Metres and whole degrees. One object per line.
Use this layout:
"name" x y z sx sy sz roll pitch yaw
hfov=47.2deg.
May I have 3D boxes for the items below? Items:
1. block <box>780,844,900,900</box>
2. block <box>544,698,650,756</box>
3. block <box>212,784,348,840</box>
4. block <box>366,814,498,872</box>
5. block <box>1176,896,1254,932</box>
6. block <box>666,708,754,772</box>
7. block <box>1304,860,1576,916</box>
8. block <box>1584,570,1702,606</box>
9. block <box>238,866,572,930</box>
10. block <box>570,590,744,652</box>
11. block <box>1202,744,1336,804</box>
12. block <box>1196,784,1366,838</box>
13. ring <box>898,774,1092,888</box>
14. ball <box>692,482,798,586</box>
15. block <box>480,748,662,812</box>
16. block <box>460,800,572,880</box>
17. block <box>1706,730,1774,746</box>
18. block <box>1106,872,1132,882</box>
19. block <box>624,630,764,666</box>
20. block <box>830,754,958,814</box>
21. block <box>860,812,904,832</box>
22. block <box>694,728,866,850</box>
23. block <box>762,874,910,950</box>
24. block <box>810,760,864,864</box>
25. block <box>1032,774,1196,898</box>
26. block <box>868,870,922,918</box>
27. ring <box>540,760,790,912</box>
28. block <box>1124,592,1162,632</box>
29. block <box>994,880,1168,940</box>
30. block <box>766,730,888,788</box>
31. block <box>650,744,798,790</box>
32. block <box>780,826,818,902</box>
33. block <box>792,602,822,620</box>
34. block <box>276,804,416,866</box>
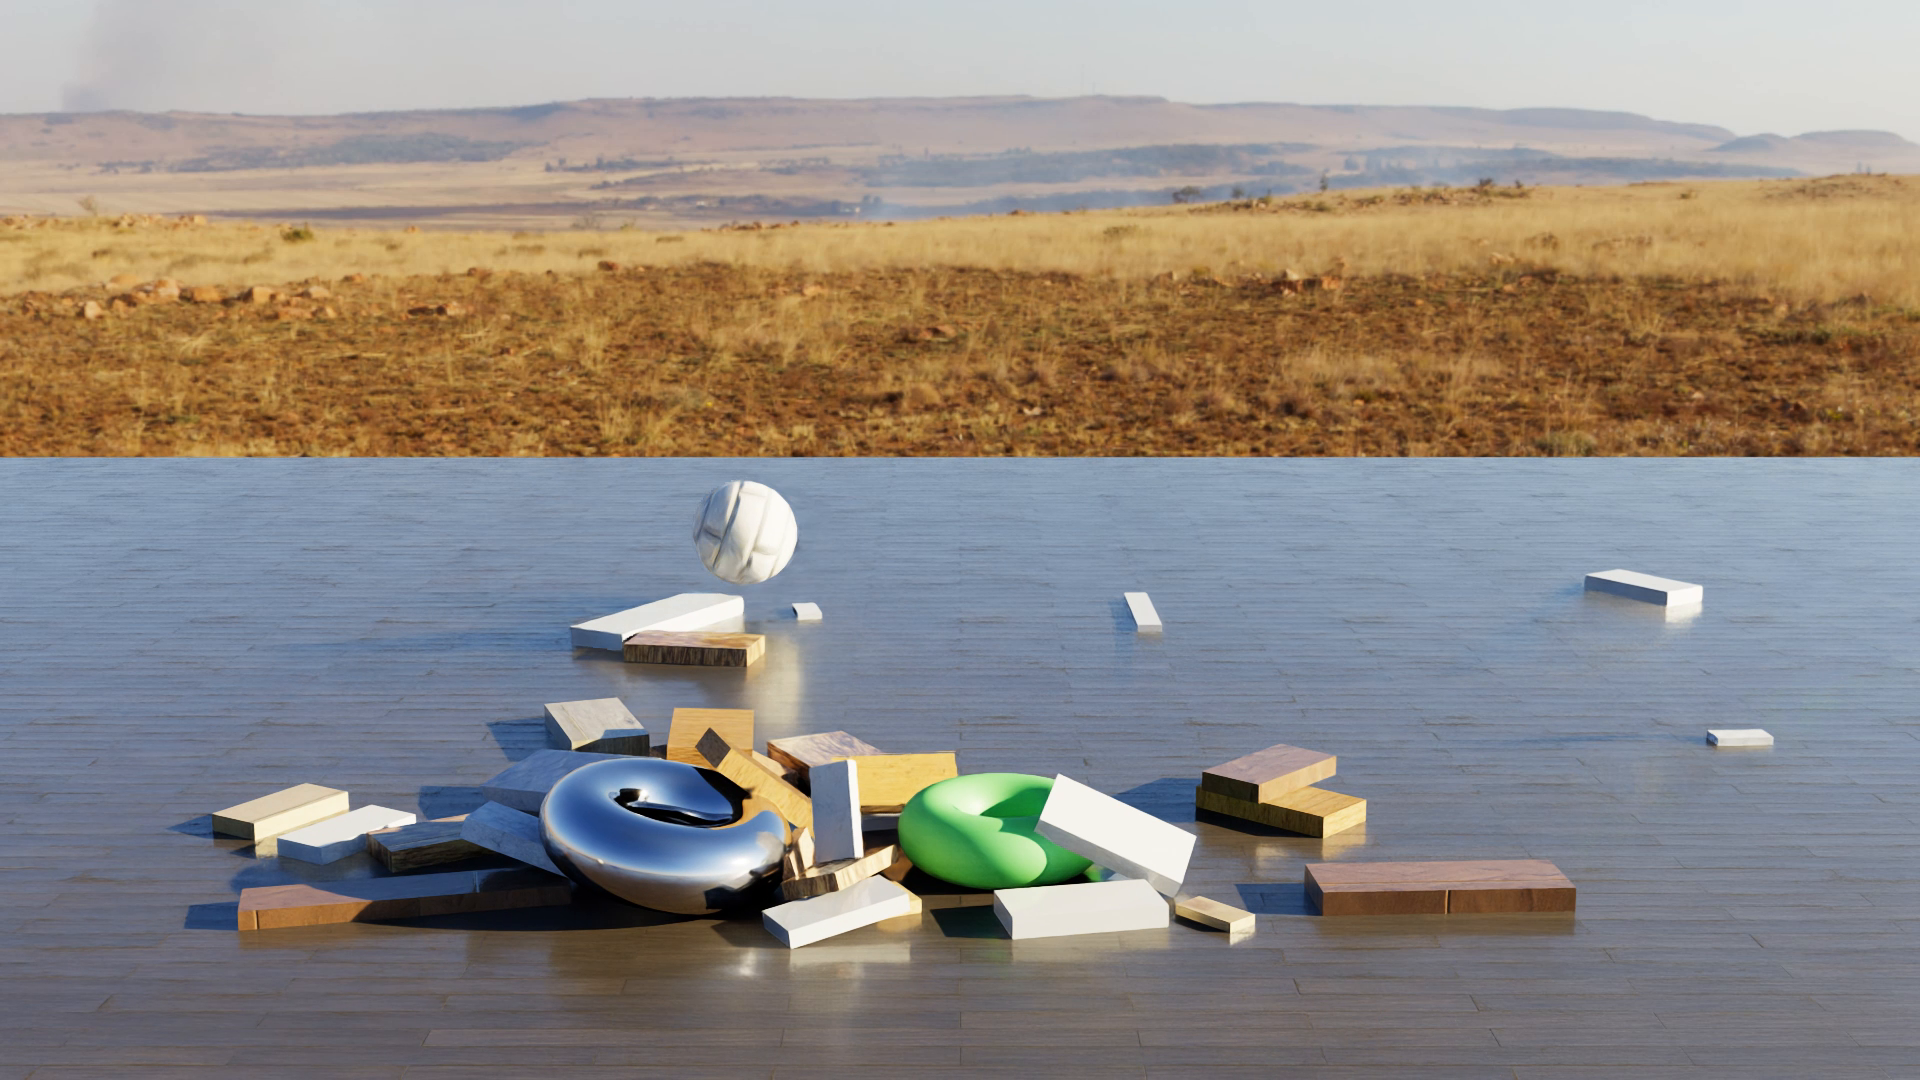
"block" -0.196 0.548 3.630 0.105 0.030 0.210 -14 -1 26
"block" -0.761 0.395 4.595 0.158 0.045 0.316 -4 11 -20
"block" -1.254 0.501 4.064 0.112 0.032 0.223 6 12 30
"block" -0.900 0.529 3.895 0.263 0.037 0.131 -7 13 -33
"block" 0.411 0.604 3.549 0.058 0.017 0.117 -9 14 -41
"block" -0.490 0.393 4.339 0.162 0.046 0.323 2 9 -5
"block" 0.792 0.575 3.641 0.416 0.040 0.141 -1 11 -3
"block" 1.873 0.130 6.035 0.141 0.040 0.283 -7 13 -33
"block" -0.907 0.585 3.611 0.523 0.032 0.112 -3 11 -14
"block" -0.768 0.204 5.620 0.162 0.046 0.505 6 12 29
"block" 0.586 0.440 4.157 0.128 0.036 0.256 9 14 42
"block" 0.596 0.490 4.096 0.283 0.040 0.141 9 14 41
"ring" 0.073 0.502 3.814 0.363 0.121 0.363 0 12 0
"ball" -0.575 -0.018 5.879 0.278 0.278 0.278 0 11 0
"block" -0.716 0.448 4.062 0.367 0.043 0.153 -2 22 44
"block" -0.698 0.516 3.715 0.263 0.037 0.131 19 7 4
"block" 1.626 0.412 4.585 0.117 0.017 0.058 -1 11 -3
"block" 0.300 0.570 3.728 0.061 0.017 0.122 5 12 25
"block" -0.641 0.261 5.321 0.306 0.043 0.153 2 11 11
"block" -0.120 0.449 4.049 0.229 0.030 0.105 -1 53 -7
"block" -0.114 0.508 4.050 0.161 0.023 0.081 -3 11 -14
"block" -0.313 0.444 3.823 0.306 0.043 0.153 39 -5 -22
"block" -0.198 0.592 3.508 0.210 0.030 0.105 -13 15 -26
"block" -0.206 0.452 3.656 0.081 0.161 0.023 -14 -17 31
"block" 0.261 0.496 3.697 0.257 0.036 0.128 24 34 4
"block" -0.133 0.586 3.631 0.078 0.022 0.157 -5 12 -26
"ring" -0.488 0.489 3.663 0.428 0.143 0.428 12 13 -3
"block" 0.479 0.188 5.786 0.061 0.017 0.396 0 11 -1
"block" 0.194 0.594 3.546 0.257 0.036 0.128 -2 11 -12
"block" -0.248 0.436 4.309 0.162 0.046 0.323 -6 8 -23
"block" -0.464 0.450 4.300 0.158 0.045 0.316 -7 13 -34
"block" -0.269 0.544 3.687 0.023 0.081 0.161 -16 8 9
"block" -0.404 0.187 5.789 0.061 0.017 0.122 -2 11 -12
"block" -1.094 0.526 3.929 0.112 0.032 0.223 6 12 31
